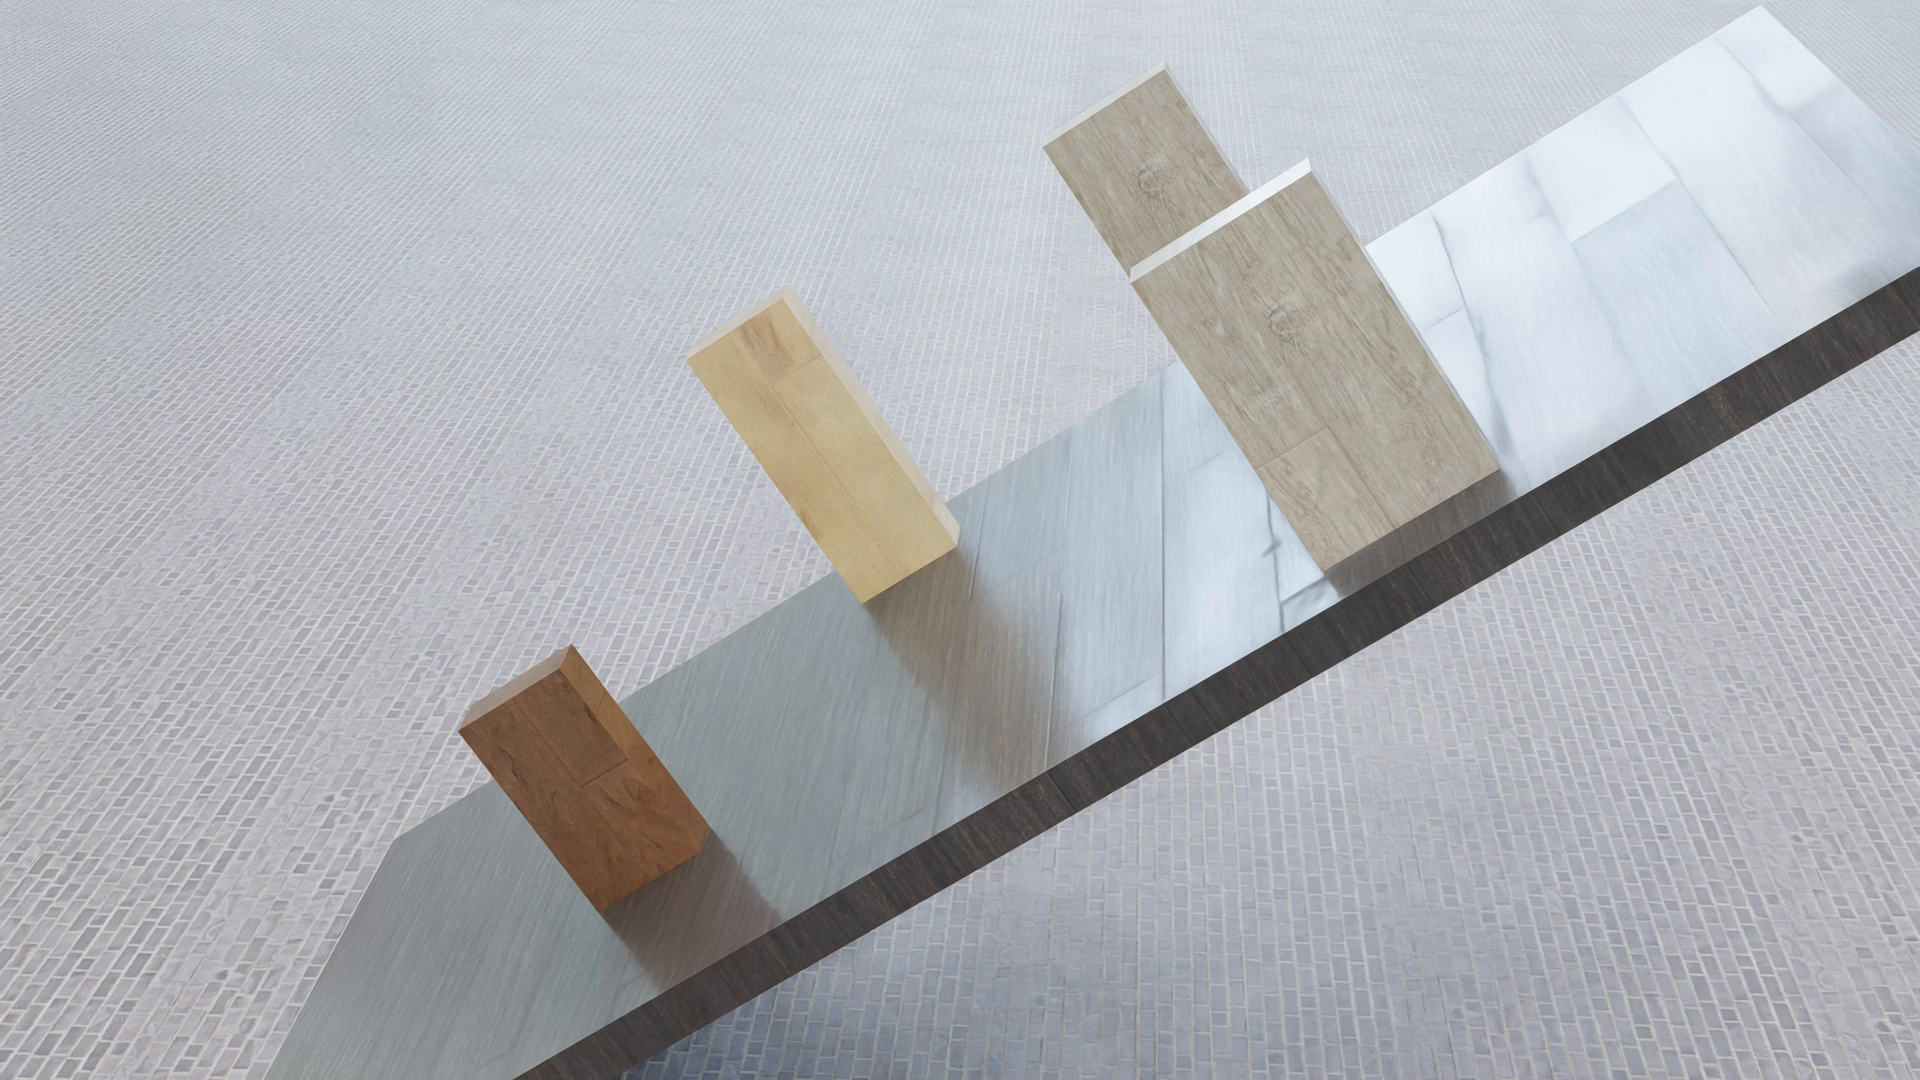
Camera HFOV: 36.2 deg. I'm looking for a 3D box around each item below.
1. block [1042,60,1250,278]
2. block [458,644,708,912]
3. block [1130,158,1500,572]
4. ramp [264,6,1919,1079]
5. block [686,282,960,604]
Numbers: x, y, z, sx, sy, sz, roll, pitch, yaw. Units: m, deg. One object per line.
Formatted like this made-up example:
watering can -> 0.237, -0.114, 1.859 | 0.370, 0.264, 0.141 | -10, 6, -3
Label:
block -> 0.510, -0.631, 6.323 | 0.306, 0.742, 0.097 | -31, 16, 14
block -> -0.783, 0.498, 6.138 | 0.263, 0.492, 0.133 | -31, 16, 14
block -> 0.635, -0.308, 5.259 | 0.371, 0.645, 0.103 | -31, 16, 14
ramp -> 0.138, 0.171, 6.298 | 4.000, 0.100, 2.000 | -31, 16, 14
block -> -0.315, -0.223, 6.895 | 0.274, 0.717, 0.131 | -31, 16, 14
